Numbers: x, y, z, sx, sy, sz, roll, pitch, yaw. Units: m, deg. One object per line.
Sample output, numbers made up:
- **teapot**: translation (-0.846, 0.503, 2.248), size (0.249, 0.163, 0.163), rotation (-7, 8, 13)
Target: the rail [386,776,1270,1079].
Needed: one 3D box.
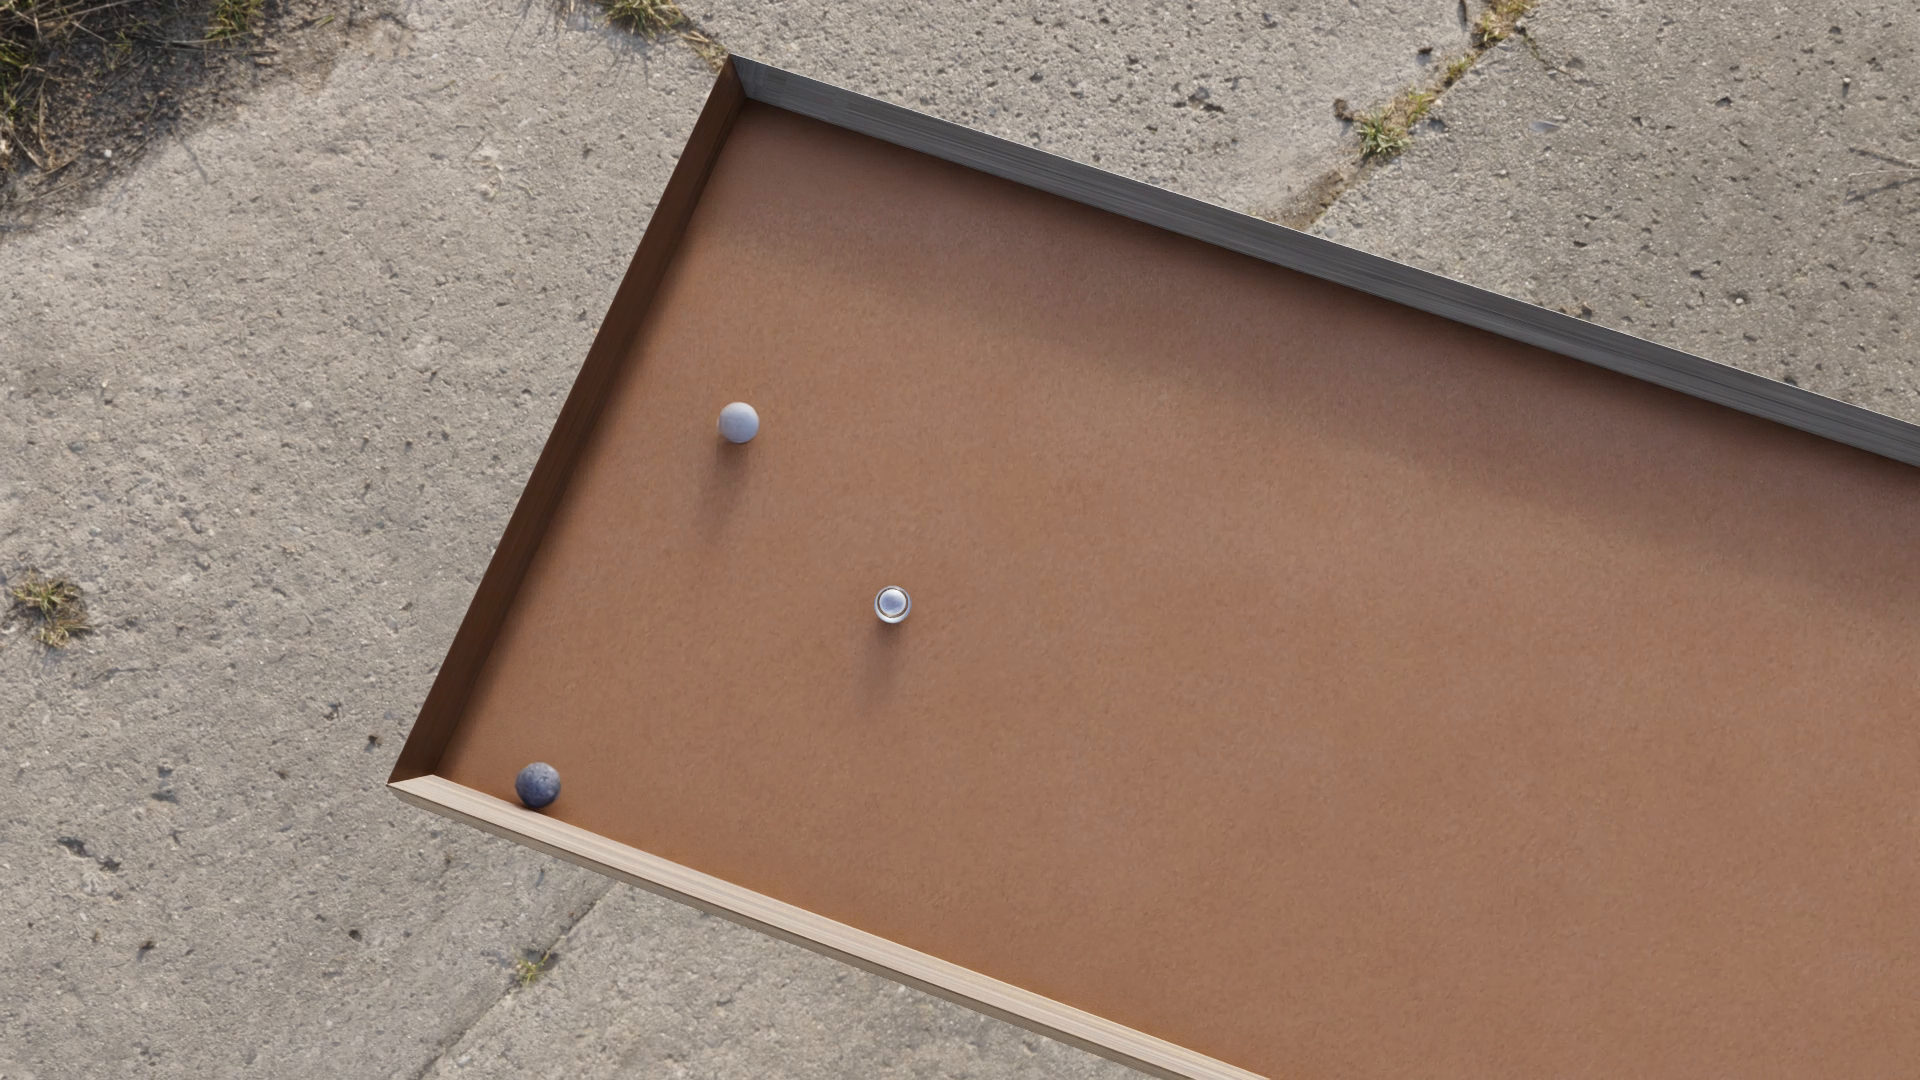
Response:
- **rail**: translation (0.399, 0.781, 3.154), size (2.650, 0.088, 0.045), rotation (19, 70, 7)

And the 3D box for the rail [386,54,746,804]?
- **rail**: translation (-0.601, -0.208, 3.535), size (0.045, 0.088, 1.359), rotation (19, 70, 7)

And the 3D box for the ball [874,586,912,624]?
- **ball**: translation (-0.105, 0.101, 3.433), size (0.059, 0.059, 0.059), rotation (0, 69, 0)

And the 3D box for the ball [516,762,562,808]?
- **ball**: translation (-0.638, 0.370, 3.324), size (0.068, 0.068, 0.068), rotation (0, 69, 0)

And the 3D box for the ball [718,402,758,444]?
- **ball**: translation (-0.357, -0.189, 3.541), size (0.066, 0.066, 0.066), rotation (0, 69, 0)

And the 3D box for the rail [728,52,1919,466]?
- **rail**: translation (0.846, -0.370, 3.597), size (2.650, 0.088, 0.045), rotation (19, 70, 7)
